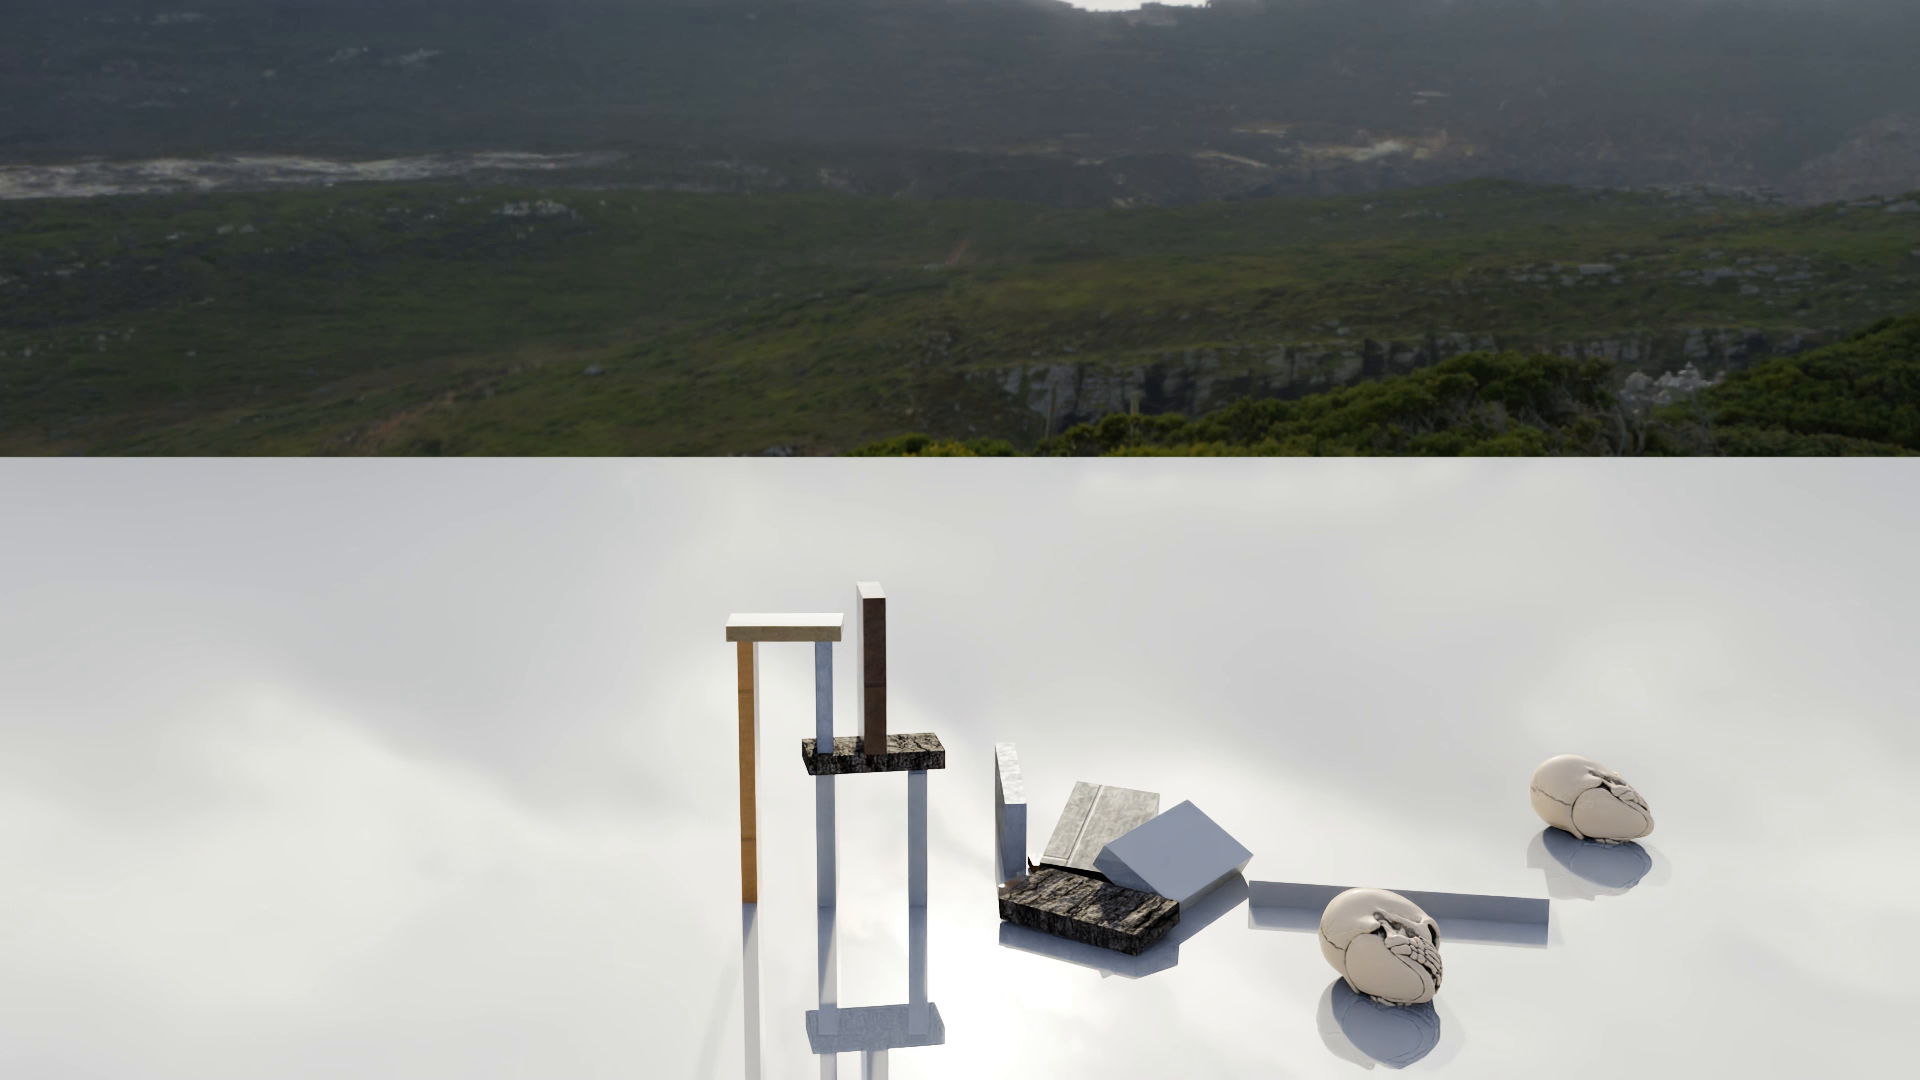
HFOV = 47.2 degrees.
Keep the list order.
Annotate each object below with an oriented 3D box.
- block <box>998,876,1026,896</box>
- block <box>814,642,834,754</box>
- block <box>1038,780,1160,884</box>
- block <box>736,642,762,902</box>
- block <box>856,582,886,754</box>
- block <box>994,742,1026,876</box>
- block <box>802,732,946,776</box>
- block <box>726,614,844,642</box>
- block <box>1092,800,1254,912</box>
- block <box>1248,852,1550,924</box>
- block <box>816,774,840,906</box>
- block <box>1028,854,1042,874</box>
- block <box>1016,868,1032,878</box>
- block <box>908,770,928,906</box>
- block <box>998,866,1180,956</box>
[{"bbox_3d":[0.132,0.585,3.650,0.122,0.017,0.061,6,12,30],"label":"block"},{"bbox_3d":[-0.223,0.247,3.607,0.026,0.185,0.093,-1,11,-5],"label":"block"},{"bbox_3d":[0.241,0.508,3.757,0.150,0.042,0.300,7,22,13],"label":"block"},{"bbox_3d":[-0.347,0.373,3.631,0.026,0.441,0.093,0,11,0],"label":"block"},{"bbox_3d":[-0.145,0.209,3.609,0.037,0.260,0.130,-1,11,-7],"label":"block"},{"bbox_3d":[0.089,0.476,3.926,0.037,0.130,0.377,0,11,-2],"label":"block"},{"bbox_3d":[-0.144,0.353,3.632,0.224,0.032,0.112,-2,11,-10],"label":"block"},{"bbox_3d":[-0.285,0.143,3.589,0.185,0.026,0.093,0,11,0],"label":"block"},{"bbox_3d":[0.358,0.533,3.665,0.150,0.042,0.300,40,27,21],"label":"block"},{"bbox_3d":[0.723,0.574,3.640,0.478,0.042,0.150,2,11,11],"label":"block"},{"bbox_3d":[-0.219,0.481,3.644,0.032,0.224,0.112,0,11,0],"label":"block"},{"bbox_3d":[0.180,0.550,3.744,0.122,0.017,0.061,-1,11,-8],"label":"block"},{"bbox_3d":[0.160,0.566,3.750,0.061,0.017,0.121,9,14,41],"label":"block"},{"bbox_3d":[-0.069,0.481,3.644,0.032,0.224,0.112,0,11,0],"label":"block"},{"bbox_3d":[0.205,0.590,3.509,0.260,0.037,0.130,9,21,36],"label":"block"}]
